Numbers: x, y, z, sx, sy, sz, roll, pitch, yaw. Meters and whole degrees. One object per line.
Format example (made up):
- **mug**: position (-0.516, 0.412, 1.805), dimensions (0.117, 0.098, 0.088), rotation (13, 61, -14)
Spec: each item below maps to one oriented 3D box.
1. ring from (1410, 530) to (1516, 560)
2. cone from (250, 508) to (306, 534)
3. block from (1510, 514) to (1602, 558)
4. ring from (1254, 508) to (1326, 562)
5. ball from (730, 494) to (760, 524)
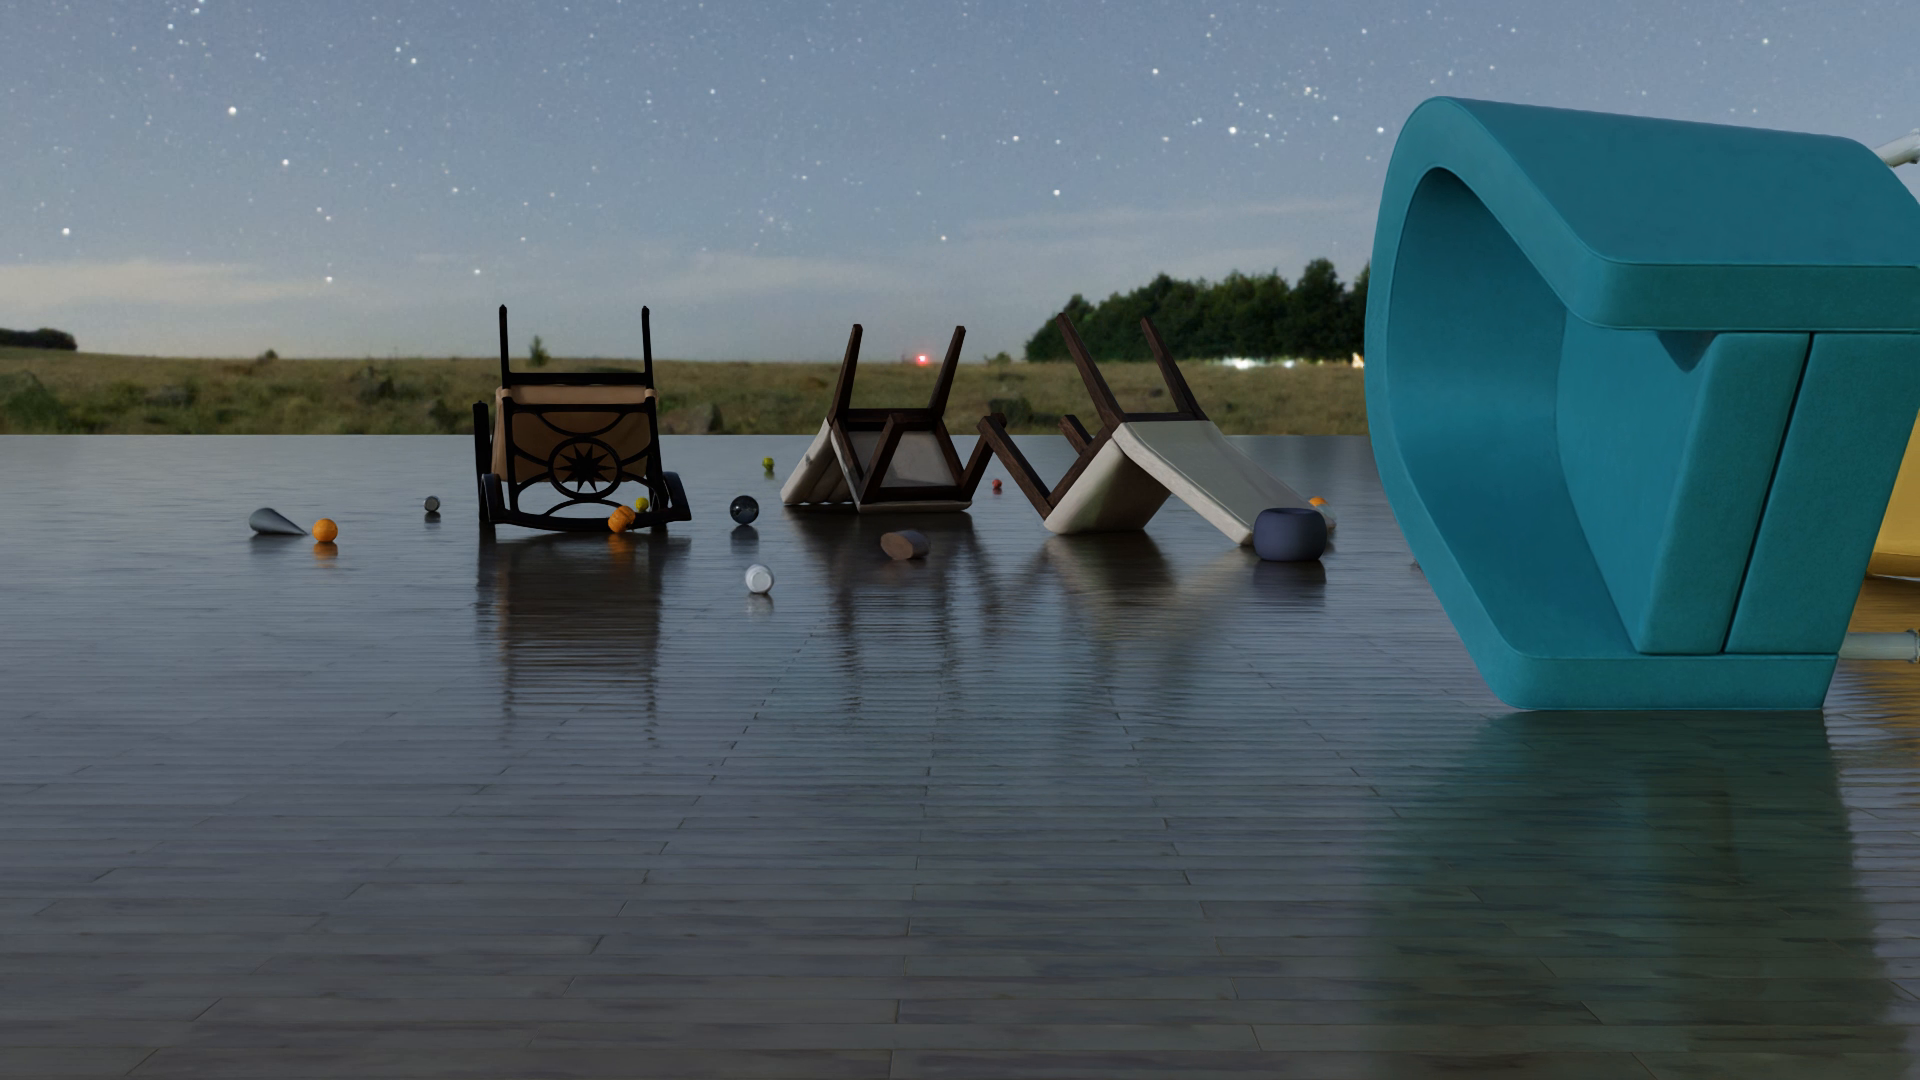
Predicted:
- **ring**: position (1.336, 0.014, 5.837), dimensions (0.279, 0.070, 0.225), rotation (1, 3, 6)
- **cone**: position (-2.091, -0.039, 6.828), dimensions (0.215, 0.078, 0.115), rotation (15, 7, 32)
- **block**: position (1.624, -0.014, 6.004), dimensions (0.239, 0.101, 0.221), rotation (1, 4, 14)
- **ring**: position (0.871, -0.013, 5.808), dimensions (0.192, 0.129, 0.261), rotation (3, 6, 14)
- **ball**: position (-0.715, -0.100, 7.291), dimensions (0.098, 0.098, 0.098), rotation (0, 4, 0)
